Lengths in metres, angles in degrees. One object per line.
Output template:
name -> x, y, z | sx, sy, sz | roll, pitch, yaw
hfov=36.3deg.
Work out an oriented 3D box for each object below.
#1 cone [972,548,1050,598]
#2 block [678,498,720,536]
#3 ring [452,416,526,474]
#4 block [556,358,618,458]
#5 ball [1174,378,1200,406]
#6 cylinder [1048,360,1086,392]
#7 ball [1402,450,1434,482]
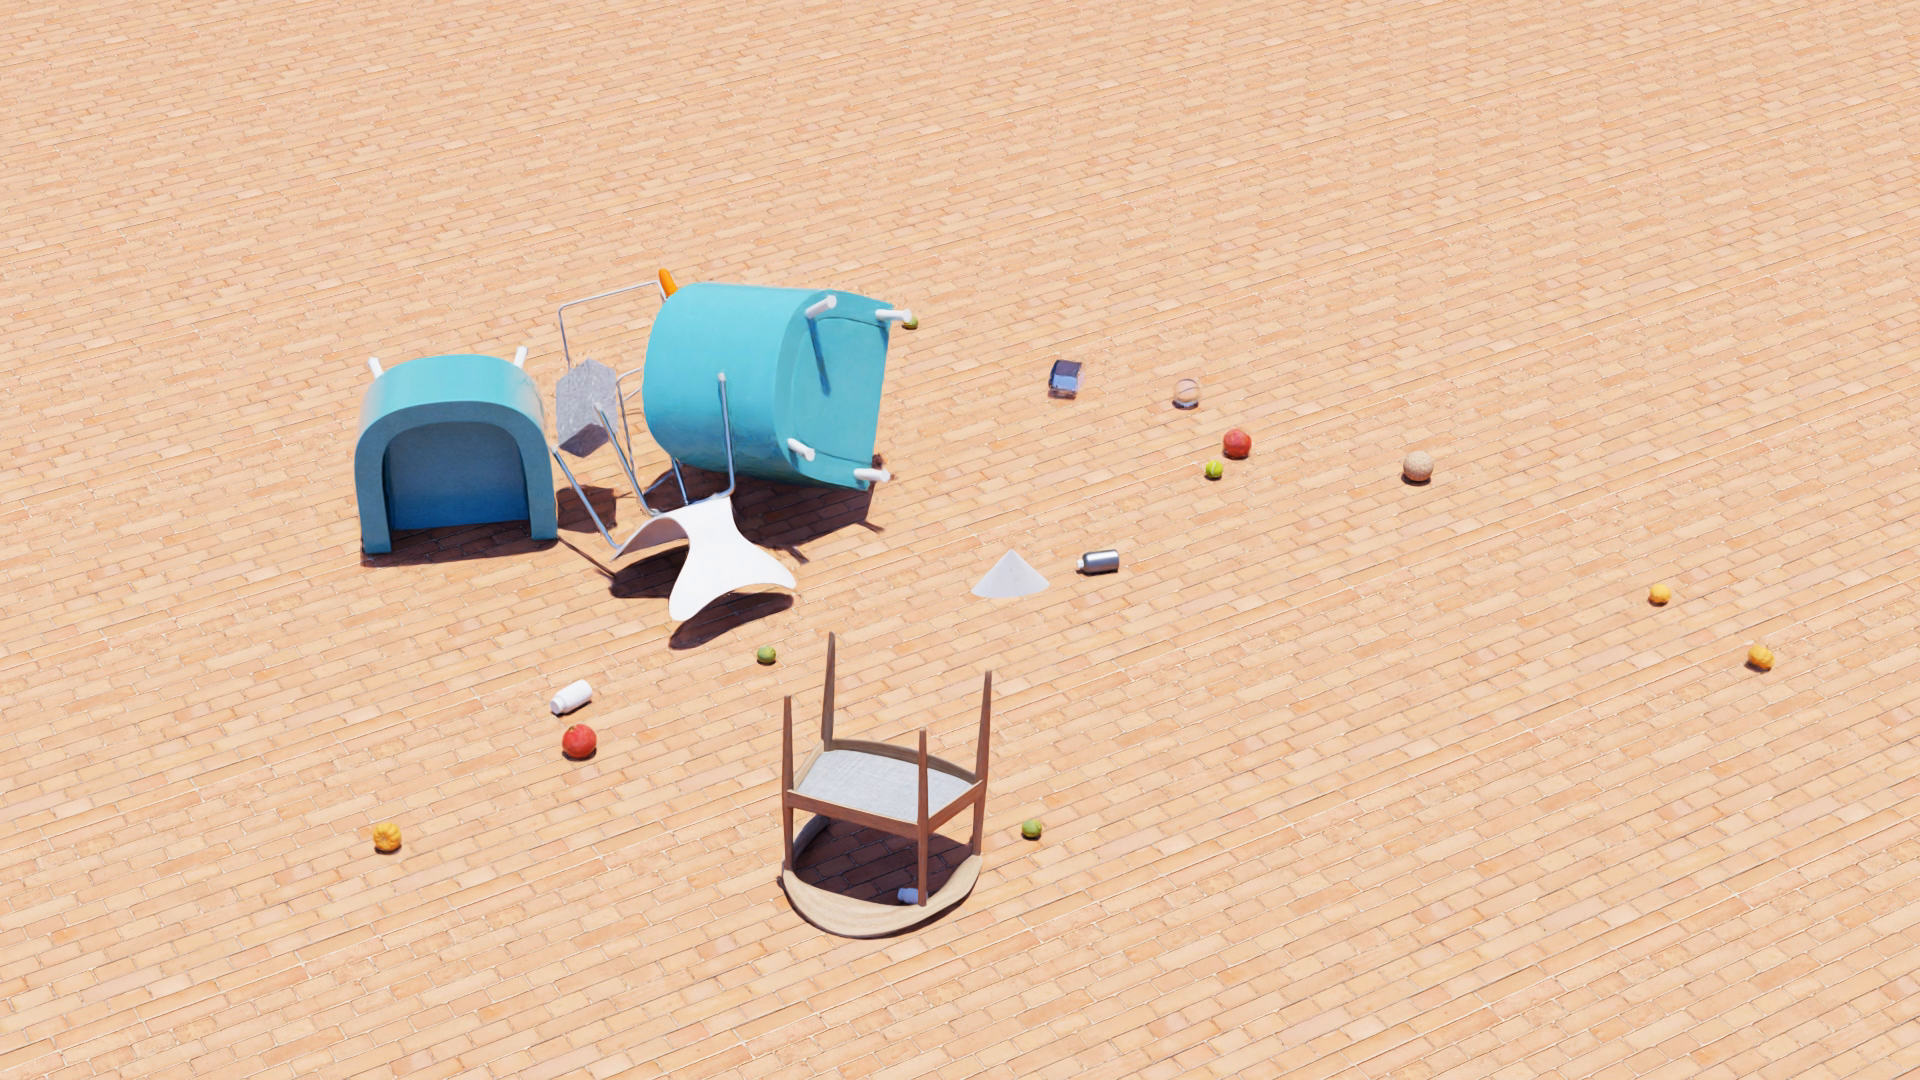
cone -> 0.184, 0.101, 10.636 | 0.291, 0.170, 0.128 | -6, 34, -9
block -> -0.974, -0.085, 10.945 | 0.106, 0.072, 0.093 | 35, 83, 15
ring -> -1.824, -0.367, 11.350 | 0.297, 0.090, 0.225 | -23, 72, -13
block -> -1.384, -0.488, 10.861 | 0.125, 0.198, 0.295 | 24, 46, -39
ball -> 0.909, -0.592, 11.744 | 0.109, 0.109, 0.109 | 0, 33, 0
cylinder -> 0.433, -0.664, 11.857 | 0.108, 0.103, 0.187 | 9, 29, 13
ball -> 1.762, -0.284, 11.269 | 0.118, 0.118, 0.118 | 0, 33, 0
